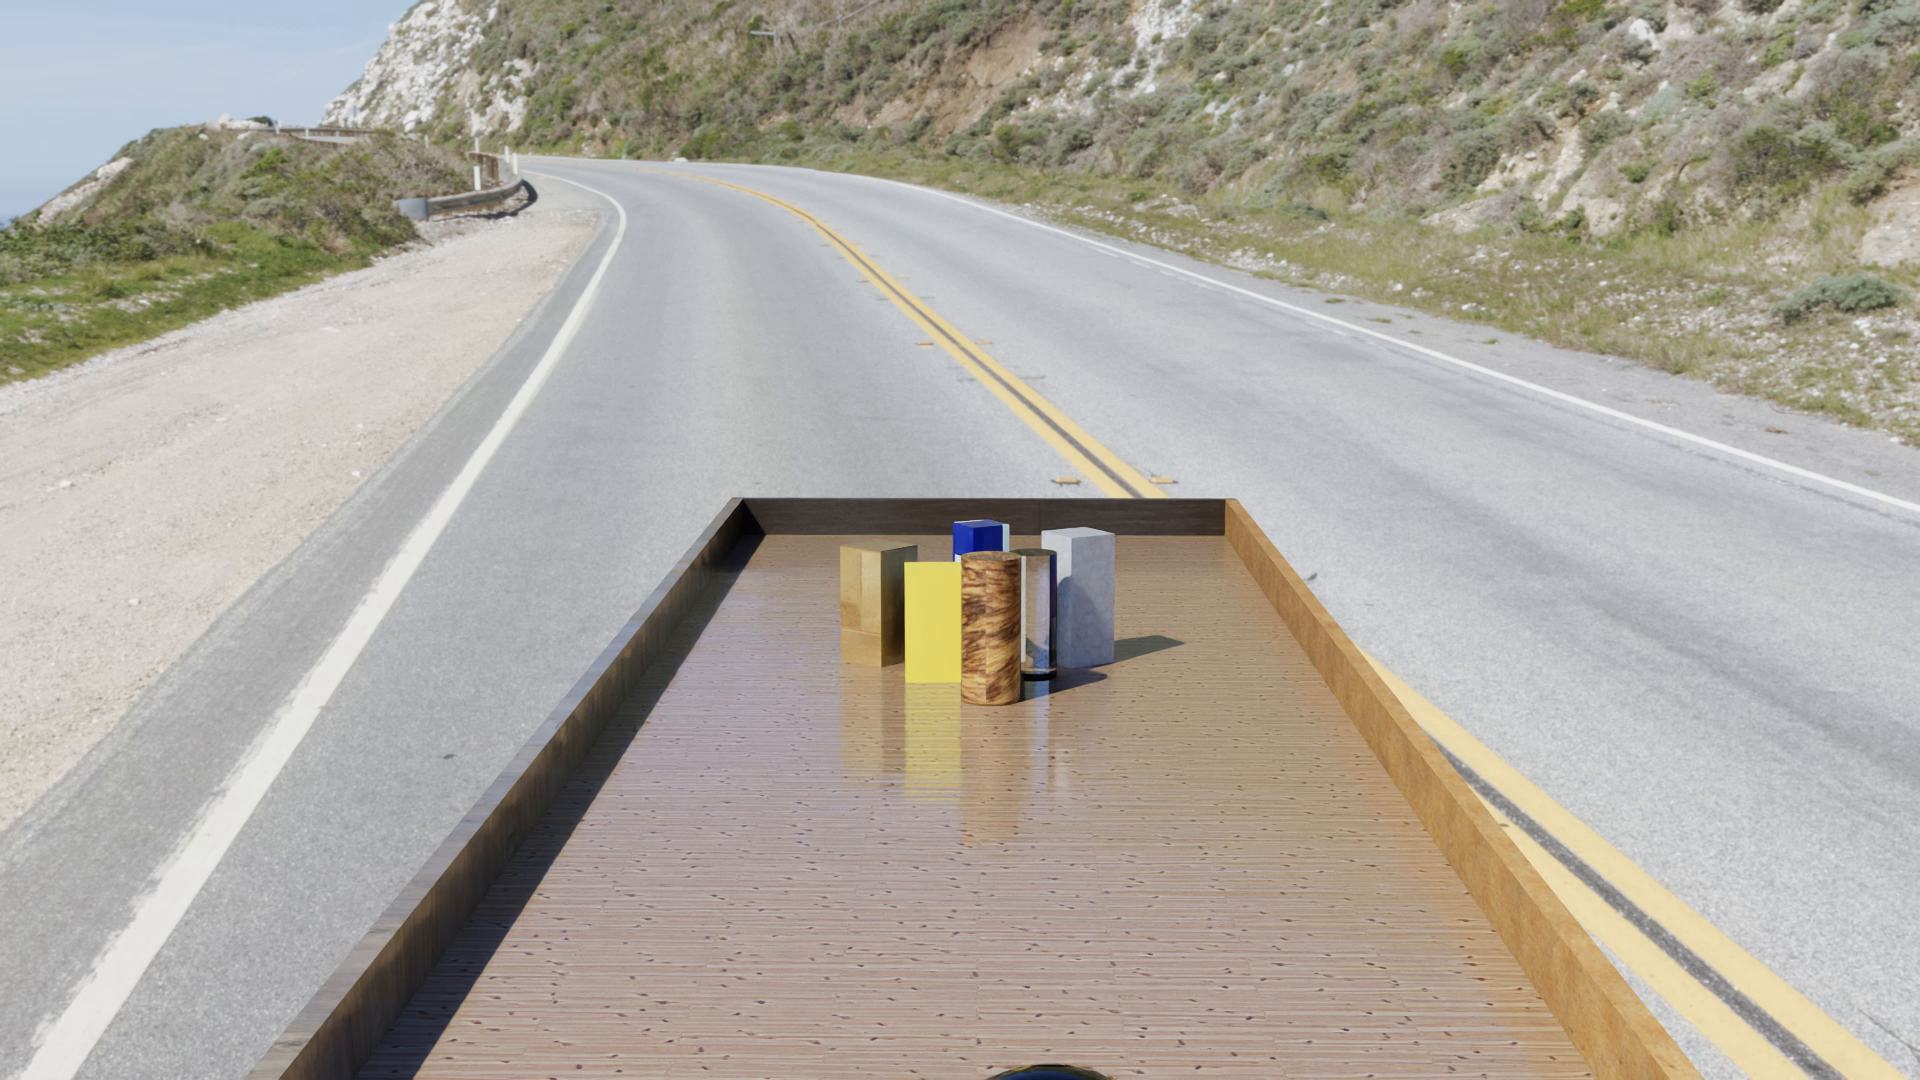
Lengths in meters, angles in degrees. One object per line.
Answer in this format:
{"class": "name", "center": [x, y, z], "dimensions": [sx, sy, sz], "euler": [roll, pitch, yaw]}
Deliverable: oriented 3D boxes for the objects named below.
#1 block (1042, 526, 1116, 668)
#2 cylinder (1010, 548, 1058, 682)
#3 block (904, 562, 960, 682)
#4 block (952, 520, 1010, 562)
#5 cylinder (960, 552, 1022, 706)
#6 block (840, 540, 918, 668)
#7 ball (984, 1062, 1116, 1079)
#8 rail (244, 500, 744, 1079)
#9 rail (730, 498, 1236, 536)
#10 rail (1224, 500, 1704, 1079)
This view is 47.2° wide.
{"class": "block", "center": [0.356, 0.172, 6.659], "dimensions": [0.159, 0.396, 0.159], "euler": [-5, 11, -31]}
{"class": "cylinder", "center": [0.213, 0.219, 6.449], "dimensions": [0.143, 0.370, 0.143], "euler": [0, 9, 0]}
{"class": "block", "center": [-0.076, 0.240, 6.454], "dimensions": [0.170, 0.326, 0.170], "euler": [0, 9, -2]}
{"class": "block", "center": [0.063, 0.157, 6.680], "dimensions": [0.125, 0.419, 0.125], "euler": [-5, 10, -29]}
{"class": "cylinder", "center": [0.086, 0.246, 6.150], "dimensions": [0.169, 0.409, 0.169], "euler": [0, 9, 0]}
{"class": "block", "center": [-0.245, 0.190, 6.682], "dimensions": [0.166, 0.353, 0.166], "euler": [8, 12, 40]}
{"class": "ball", "center": [0.111, 0.821, 2.678], "dimensions": [0.360, 0.360, 0.360], "euler": [0, 9, 0]}
{"class": "rail", "center": [-1.004, 0.839, 3.234], "dimensions": [0.050, 0.150, 12.000], "euler": [0, 9, 1]}
{"class": "rail", "center": [0.099, -0.098, 9.147], "dimensions": [2.100, 0.150, 0.050], "euler": [0, 9, 1]}
{"class": "rail", "center": [1.046, 0.843, 3.208], "dimensions": [0.050, 0.150, 12.000], "euler": [0, 9, 1]}
